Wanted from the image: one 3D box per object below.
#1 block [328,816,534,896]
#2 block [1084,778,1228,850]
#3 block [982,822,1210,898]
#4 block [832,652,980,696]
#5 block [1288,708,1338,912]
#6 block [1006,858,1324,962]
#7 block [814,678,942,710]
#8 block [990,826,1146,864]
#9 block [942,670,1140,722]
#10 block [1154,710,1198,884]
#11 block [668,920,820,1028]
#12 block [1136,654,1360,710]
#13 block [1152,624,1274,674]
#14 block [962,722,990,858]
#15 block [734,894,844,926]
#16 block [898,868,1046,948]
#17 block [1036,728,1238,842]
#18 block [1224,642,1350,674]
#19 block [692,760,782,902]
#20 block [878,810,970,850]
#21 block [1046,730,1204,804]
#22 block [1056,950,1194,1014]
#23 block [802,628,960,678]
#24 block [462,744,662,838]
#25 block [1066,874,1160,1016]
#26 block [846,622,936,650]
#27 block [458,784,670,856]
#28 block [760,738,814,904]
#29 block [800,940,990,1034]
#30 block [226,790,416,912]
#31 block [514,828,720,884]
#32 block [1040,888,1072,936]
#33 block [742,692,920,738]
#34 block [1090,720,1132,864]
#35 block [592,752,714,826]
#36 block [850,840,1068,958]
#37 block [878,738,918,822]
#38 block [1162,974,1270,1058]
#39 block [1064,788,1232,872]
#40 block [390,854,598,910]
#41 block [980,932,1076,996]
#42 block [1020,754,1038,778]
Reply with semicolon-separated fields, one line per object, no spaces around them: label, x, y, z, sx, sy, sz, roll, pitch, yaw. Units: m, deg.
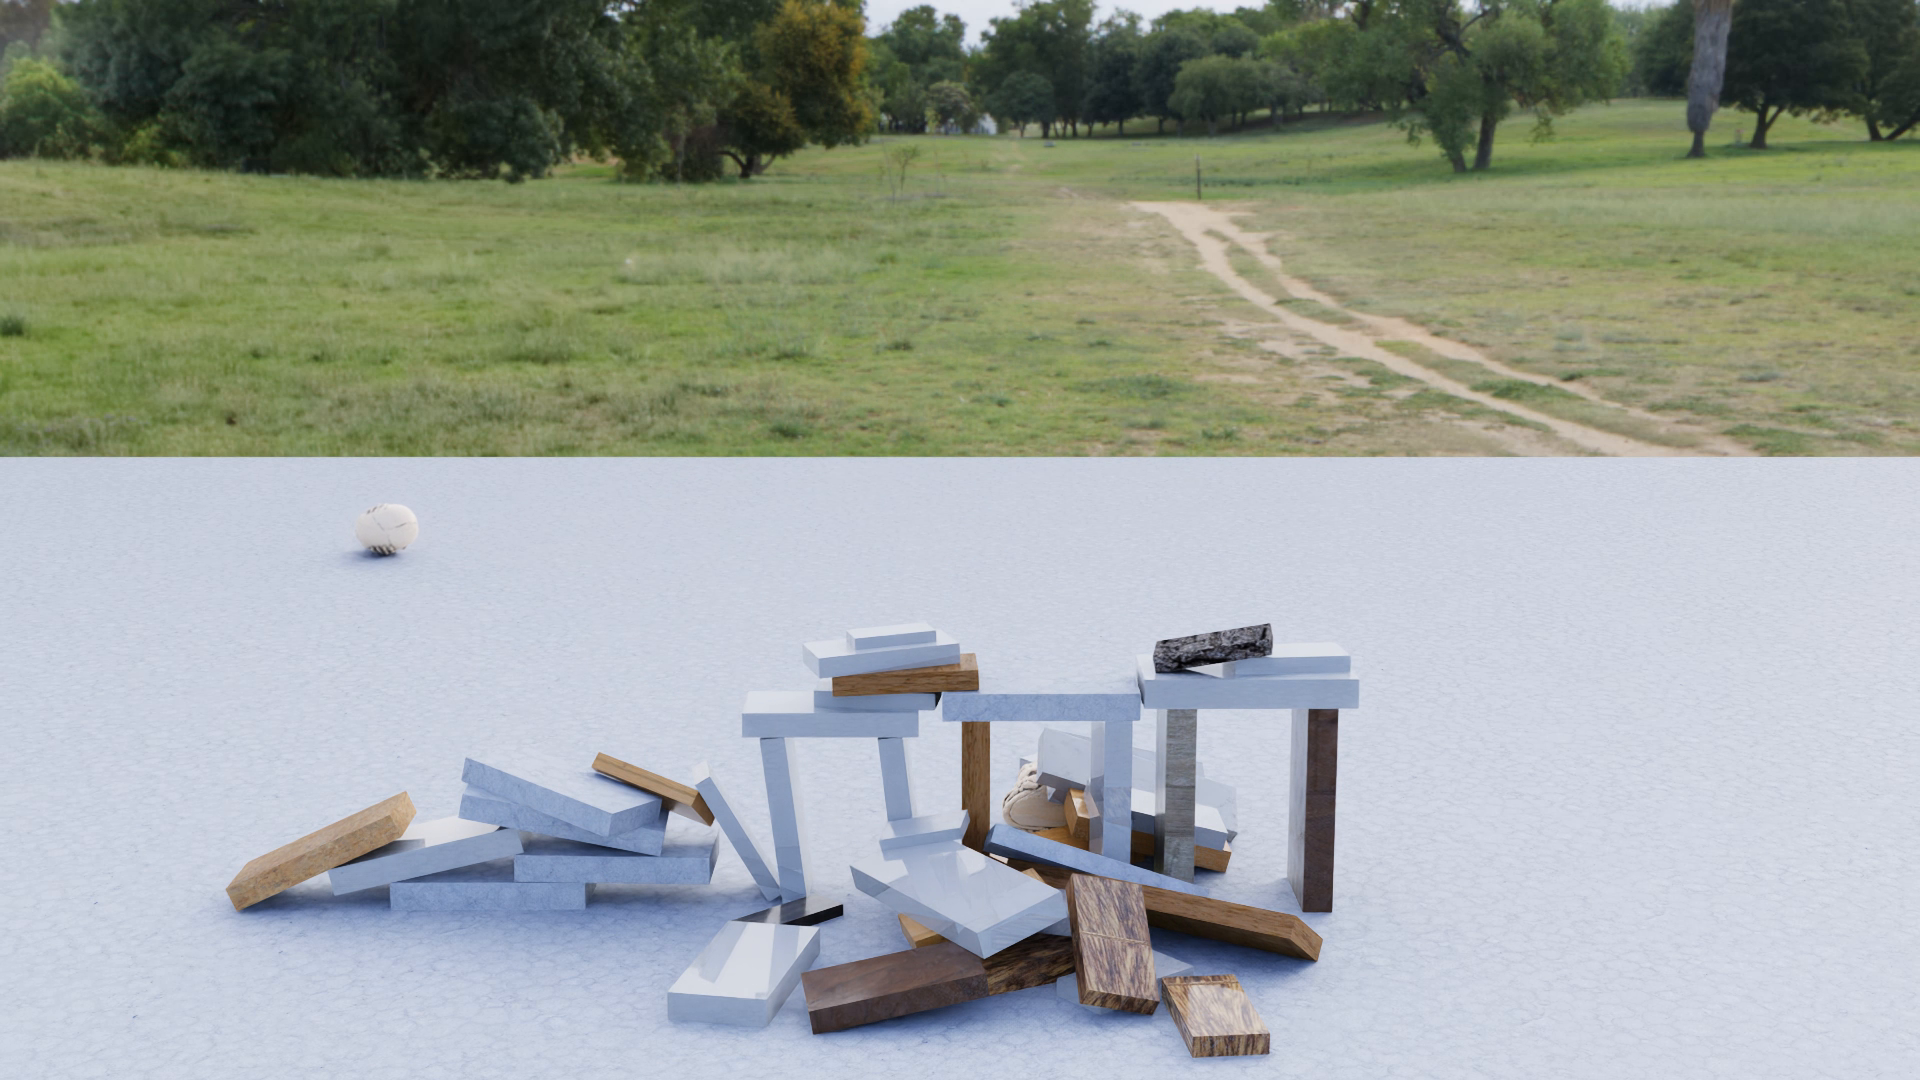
block;-0.872;0.509;3.659;0.318;0.045;0.159;-13;10;1
block;0.336;0.473;3.795;0.236;0.033;0.118;14;13;-7
block;0.215;0.527;3.513;0.354;0.031;0.111;18;-16;-1
block;-0.090;0.220;3.592;0.236;0.033;0.118;-3;11;-2
block;0.582;0.422;3.634;0.049;0.343;0.171;0;11;0
block;0.313;0.578;3.455;0.501;0.036;0.128;7;-21;32
block;-0.134;0.251;3.616;0.199;0.028;0.099;1;11;6
block;0.170;0.543;3.813;0.275;0.039;0.138;-7;13;-33
block;0.130;0.254;3.607;0.319;0.045;0.159;0;11;-1
block;0.355;0.422;3.635;0.049;0.343;0.171;0;11;0
block;-0.317;0.642;3.273;0.147;0.042;0.294;2;11;11
block;0.465;0.230;3.594;0.343;0.049;0.171;0;11;-1
block;0.411;0.175;3.569;0.189;0.027;0.095;-10;12;12
block;0.026;0.433;3.640;0.045;0.319;0.159;0;11;0
block;-0.276;0.606;3.529;0.178;0.019;0.068;-10;15;-44
block;0.026;0.567;3.339;0.222;0.031;0.111;-17;16;-11
block;0.318;0.438;3.926;0.375;0.031;0.108;18;40;-11
block;0.532;0.193;3.589;0.189;0.027;0.094;-1;11;-6
block;-0.369;0.482;3.649;0.028;0.237;0.099;-31;14;-3
block;-0.057;0.465;3.520;0.136;0.019;0.068;-11;16;14
block;0.301;0.437;3.974;0.301;0.039;0.138;14;42;-16
block;0.245;0.653;3.257;0.189;0.027;0.095;-8;13;-38
block;-0.130;0.185;3.604;0.236;0.033;0.118;-5;11;-16
block;-0.654;0.409;3.611;0.293;0.042;0.147;17;11;23
block;0.222;0.591;3.228;0.111;0.031;0.222;12;37;-13
block;-0.113;0.157;3.606;0.136;0.019;0.068;-5;11;-15
block;-0.650;0.449;3.637;0.330;0.042;0.147;12;10;-6
block;-0.287;0.447;3.647;0.040;0.285;0.143;-7;10;1
block;-0.095;0.640;3.167;0.256;0.036;0.128;-11;15;-7
block;-1.055;0.513;3.643;0.293;0.042;0.147;-24;10;0
block;-0.568;0.523;3.662;0.318;0.045;0.159;1;11;-1
block;0.133;0.574;3.411;0.256;0.036;0.128;-1;4;37
block;-0.209;0.286;3.618;0.285;0.040;0.143;0;11;0
block;0.248;0.433;3.639;0.045;0.319;0.159;-1;11;-4
block;-0.508;0.415;3.660;0.199;0.028;0.099;18;-21;22
block;-0.009;0.533;3.352;0.147;0.042;0.401;-22;17;-26
block;-0.096;0.447;3.650;0.040;0.285;0.143;-6;10;2
block;0.361;0.675;3.127;0.108;0.031;0.216;-1;11;-6
block;0.323;0.503;3.818;0.275;0.039;0.138;14;13;-7
block;-0.772;0.567;3.669;0.318;0.045;0.159;0;11;0
block;0.095;0.630;3.339;0.294;0.042;0.147;-6;12;-28
block;0.229;0.455;4.313;0.108;0.031;0.216;-9;14;-40
